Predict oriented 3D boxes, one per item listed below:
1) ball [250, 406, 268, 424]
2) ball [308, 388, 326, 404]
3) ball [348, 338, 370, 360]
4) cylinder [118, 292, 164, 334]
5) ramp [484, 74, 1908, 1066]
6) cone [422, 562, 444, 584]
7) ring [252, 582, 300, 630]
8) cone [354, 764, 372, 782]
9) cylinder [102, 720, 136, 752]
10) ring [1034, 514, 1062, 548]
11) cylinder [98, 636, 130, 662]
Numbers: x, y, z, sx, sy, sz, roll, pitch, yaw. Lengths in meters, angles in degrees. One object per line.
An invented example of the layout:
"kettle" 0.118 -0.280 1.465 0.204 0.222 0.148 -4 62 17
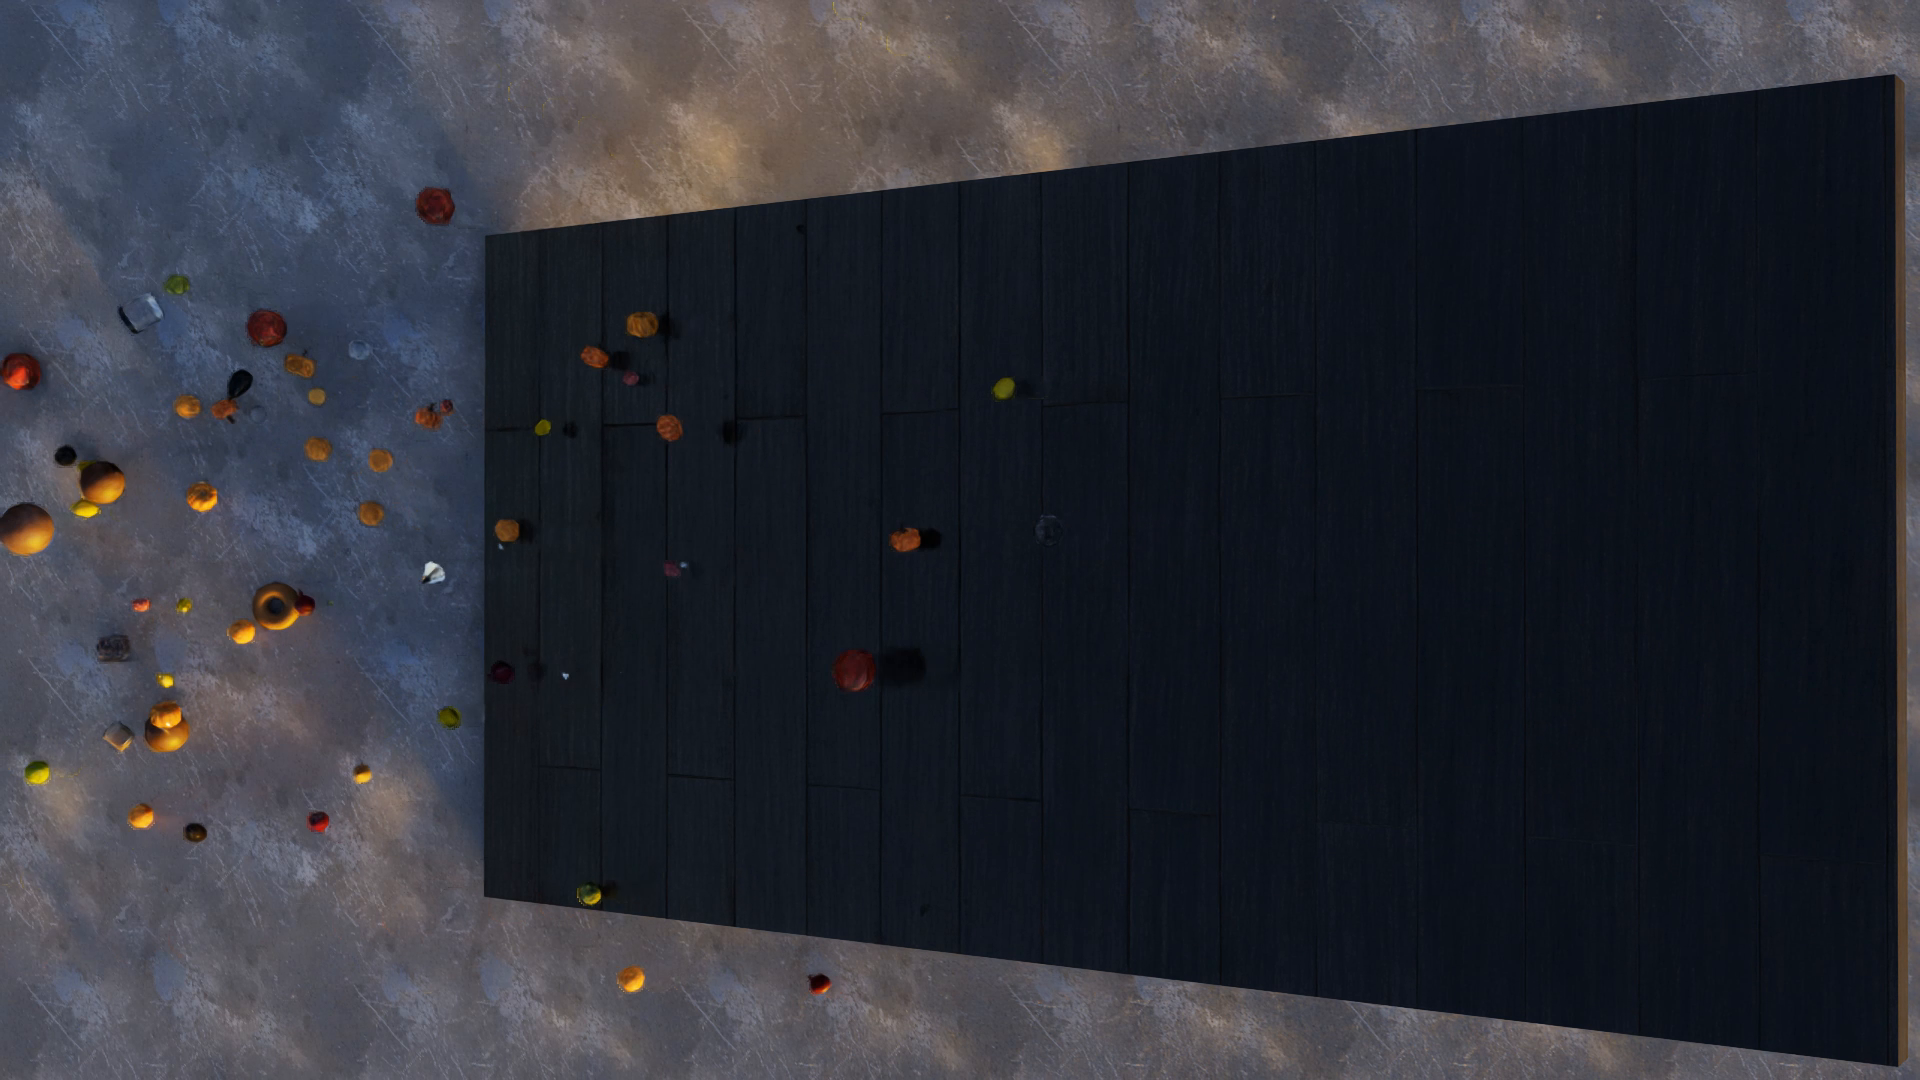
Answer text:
"ball" -2.142 -0.382 6.714 0.053 0.053 0.053 0 90 0
"ball" -1.962 -0.438 6.715 0.051 0.051 0.051 0 90 0
"ball" -1.832 -0.583 6.708 0.067 0.067 0.067 0 90 0
"cylinder" -2.493 -0.691 6.693 0.092 0.092 0.092 -30 90 3
"ramp" 0.252 0.069 5.583 4.000 0.100 2.000 0 89 34
"cone" -1.614 0.116 6.672 0.072 0.072 0.072 10 120 18
"ring" -2.087 0.202 6.711 0.146 0.049 0.146 0 90 -1
"cone" -1.829 0.714 6.704 0.054 0.054 0.054 0 90 0
"cylinder" -2.560 0.596 6.696 0.068 0.068 0.068 37 90 3
"ring" 0.221 -0.022 5.528 0.083 0.028 0.083 1 91 34
"cylinder" -2.574 0.330 6.686 0.073 0.073 0.073 -3 90 -7
